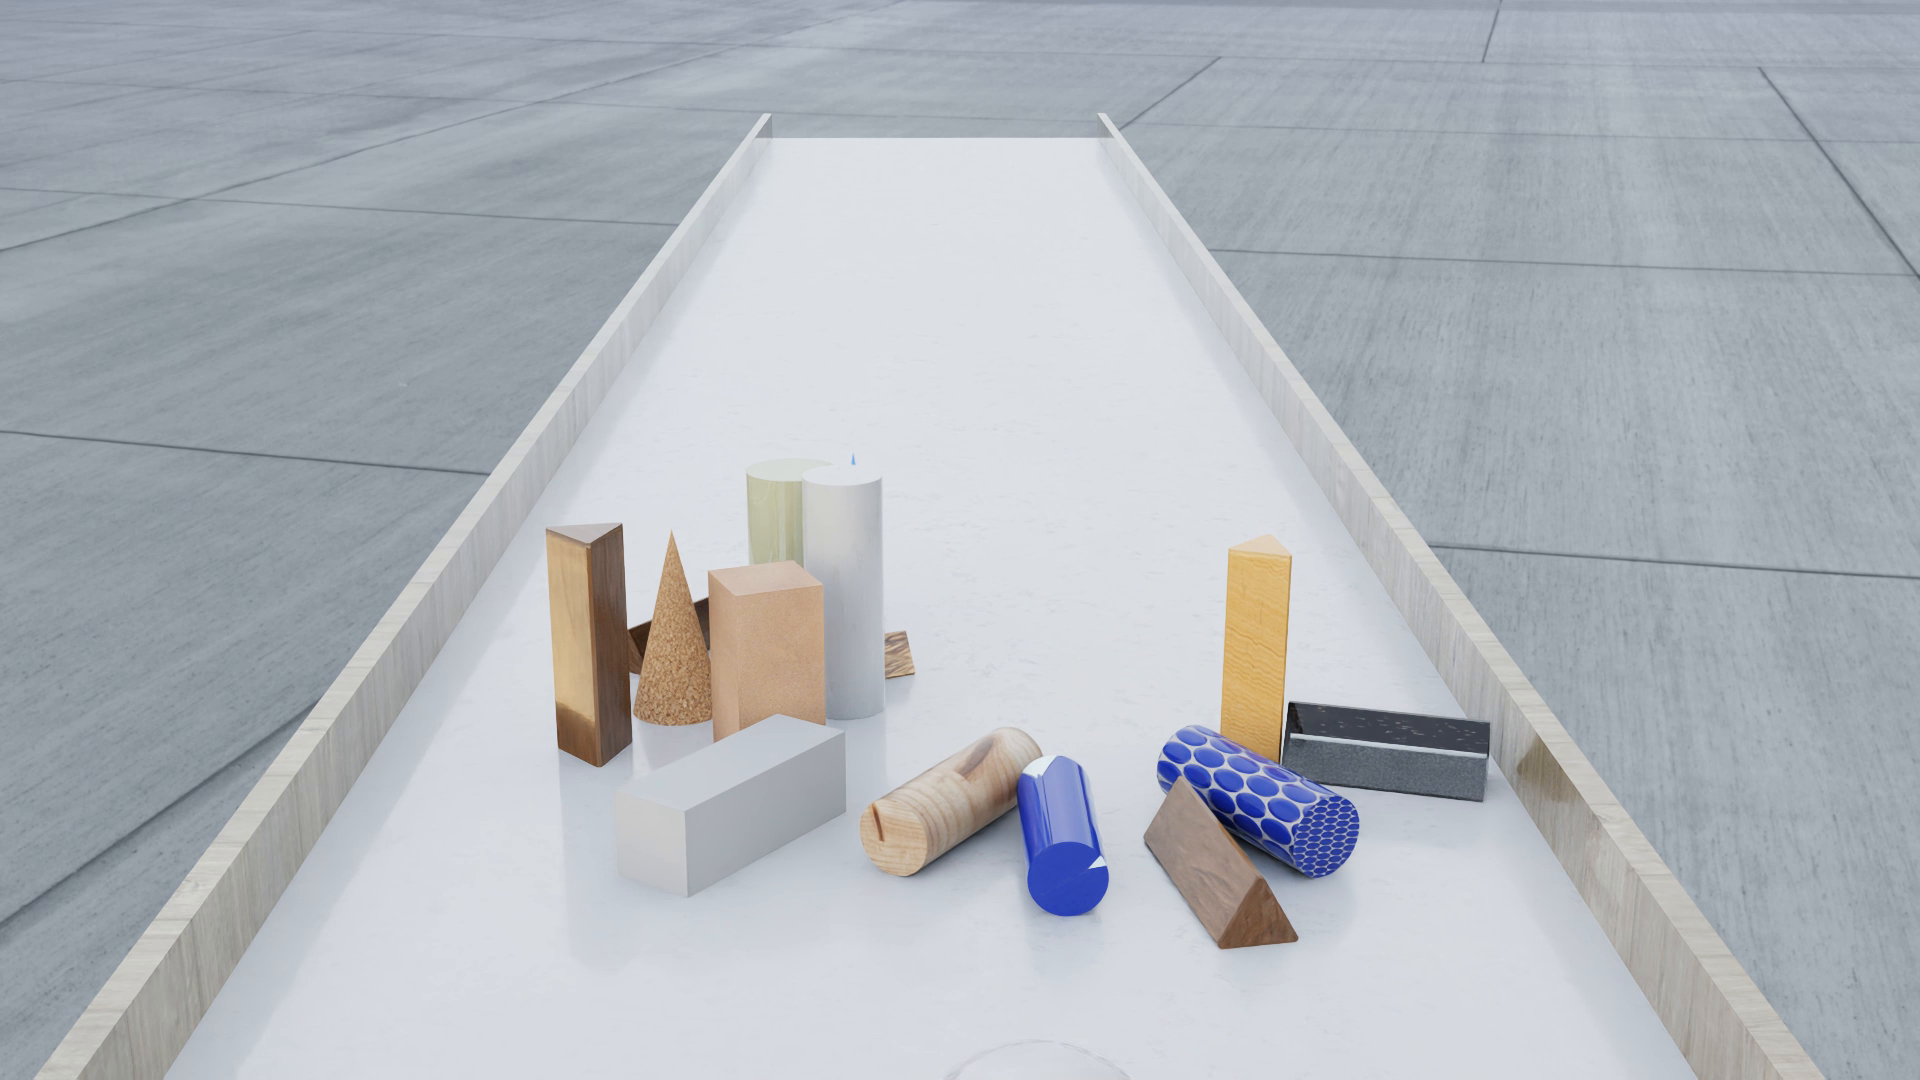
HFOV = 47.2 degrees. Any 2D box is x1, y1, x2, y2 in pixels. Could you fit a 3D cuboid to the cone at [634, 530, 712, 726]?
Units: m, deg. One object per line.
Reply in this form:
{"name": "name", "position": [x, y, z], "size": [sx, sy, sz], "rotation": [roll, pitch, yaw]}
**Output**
{"name": "cone", "position": [-0.532, 0.149, 4.100], "size": [0.170, 0.356, 0.170], "rotation": [0, 17, 0]}

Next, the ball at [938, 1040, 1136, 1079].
{"name": "ball", "position": [0.083, 0.694, 2.339], "size": [0.316, 0.316, 0.316], "rotation": [0, 17, 0]}

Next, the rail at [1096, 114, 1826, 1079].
{"name": "rail", "position": [0.932, -0.844, 7.801], "size": [0.050, 0.150, 12.000], "rotation": [0, 17, -1]}

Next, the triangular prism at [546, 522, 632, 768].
{"name": "triangular prism", "position": [-0.639, 0.178, 3.902], "size": [0.114, 0.413, 0.132], "rotation": [-15, 22, -41]}

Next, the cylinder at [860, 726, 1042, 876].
{"name": "cylinder", "position": [-0.007, 0.421, 3.586], "size": [0.128, 0.128, 0.366], "rotation": [10, 19, 31]}

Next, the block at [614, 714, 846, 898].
{"name": "block", "position": [-0.364, 0.422, 3.553], "size": [0.145, 0.145, 0.401], "rotation": [11, 20, 33]}

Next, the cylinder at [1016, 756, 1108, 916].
{"name": "cylinder", "position": [0.158, 0.460, 3.463], "size": [0.123, 0.123, 0.340], "rotation": [0, 17, -1]}

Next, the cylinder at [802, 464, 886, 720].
{"name": "cylinder", "position": [-0.216, 0.097, 4.106], "size": [0.149, 0.452, 0.149], "rotation": [0, 17, 0]}

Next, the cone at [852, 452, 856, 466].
{"name": "cone", "position": [-0.221, -0.006, 4.598], "size": [0.126, 0.370, 0.126], "rotation": [0, 17, 0]}

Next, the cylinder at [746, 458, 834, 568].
{"name": "cylinder", "position": [-0.329, 0.052, 4.355], "size": [0.179, 0.397, 0.179], "rotation": [0, 17, 0]}

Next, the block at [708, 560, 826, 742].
{"name": "block", "position": [-0.339, 0.228, 3.863], "size": [0.158, 0.340, 0.158], "rotation": [-7, 18, -22]}

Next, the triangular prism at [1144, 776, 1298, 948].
{"name": "triangular prism", "position": [0.398, 0.487, 3.393], "size": [0.122, 0.106, 0.392], "rotation": [-3, 17, -11]}

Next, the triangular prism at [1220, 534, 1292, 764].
{"name": "triangular prism", "position": [0.526, 0.192, 3.863], "size": [0.108, 0.401, 0.094], "rotation": [6, 22, 17]}

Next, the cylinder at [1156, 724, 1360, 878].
{"name": "cylinder", "position": [0.480, 0.420, 3.578], "size": [0.134, 0.134, 0.356], "rotation": [-10, 19, -30]}

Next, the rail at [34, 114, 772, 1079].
{"name": "rail", "position": [-1.118, -0.838, 7.780], "size": [0.050, 0.150, 12.000], "rotation": [0, 17, -1]}

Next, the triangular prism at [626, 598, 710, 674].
{"name": "triangular prism", "position": [-0.545, 0.170, 4.496], "size": [0.100, 0.087, 0.402], "rotation": [10, 19, 32]}
